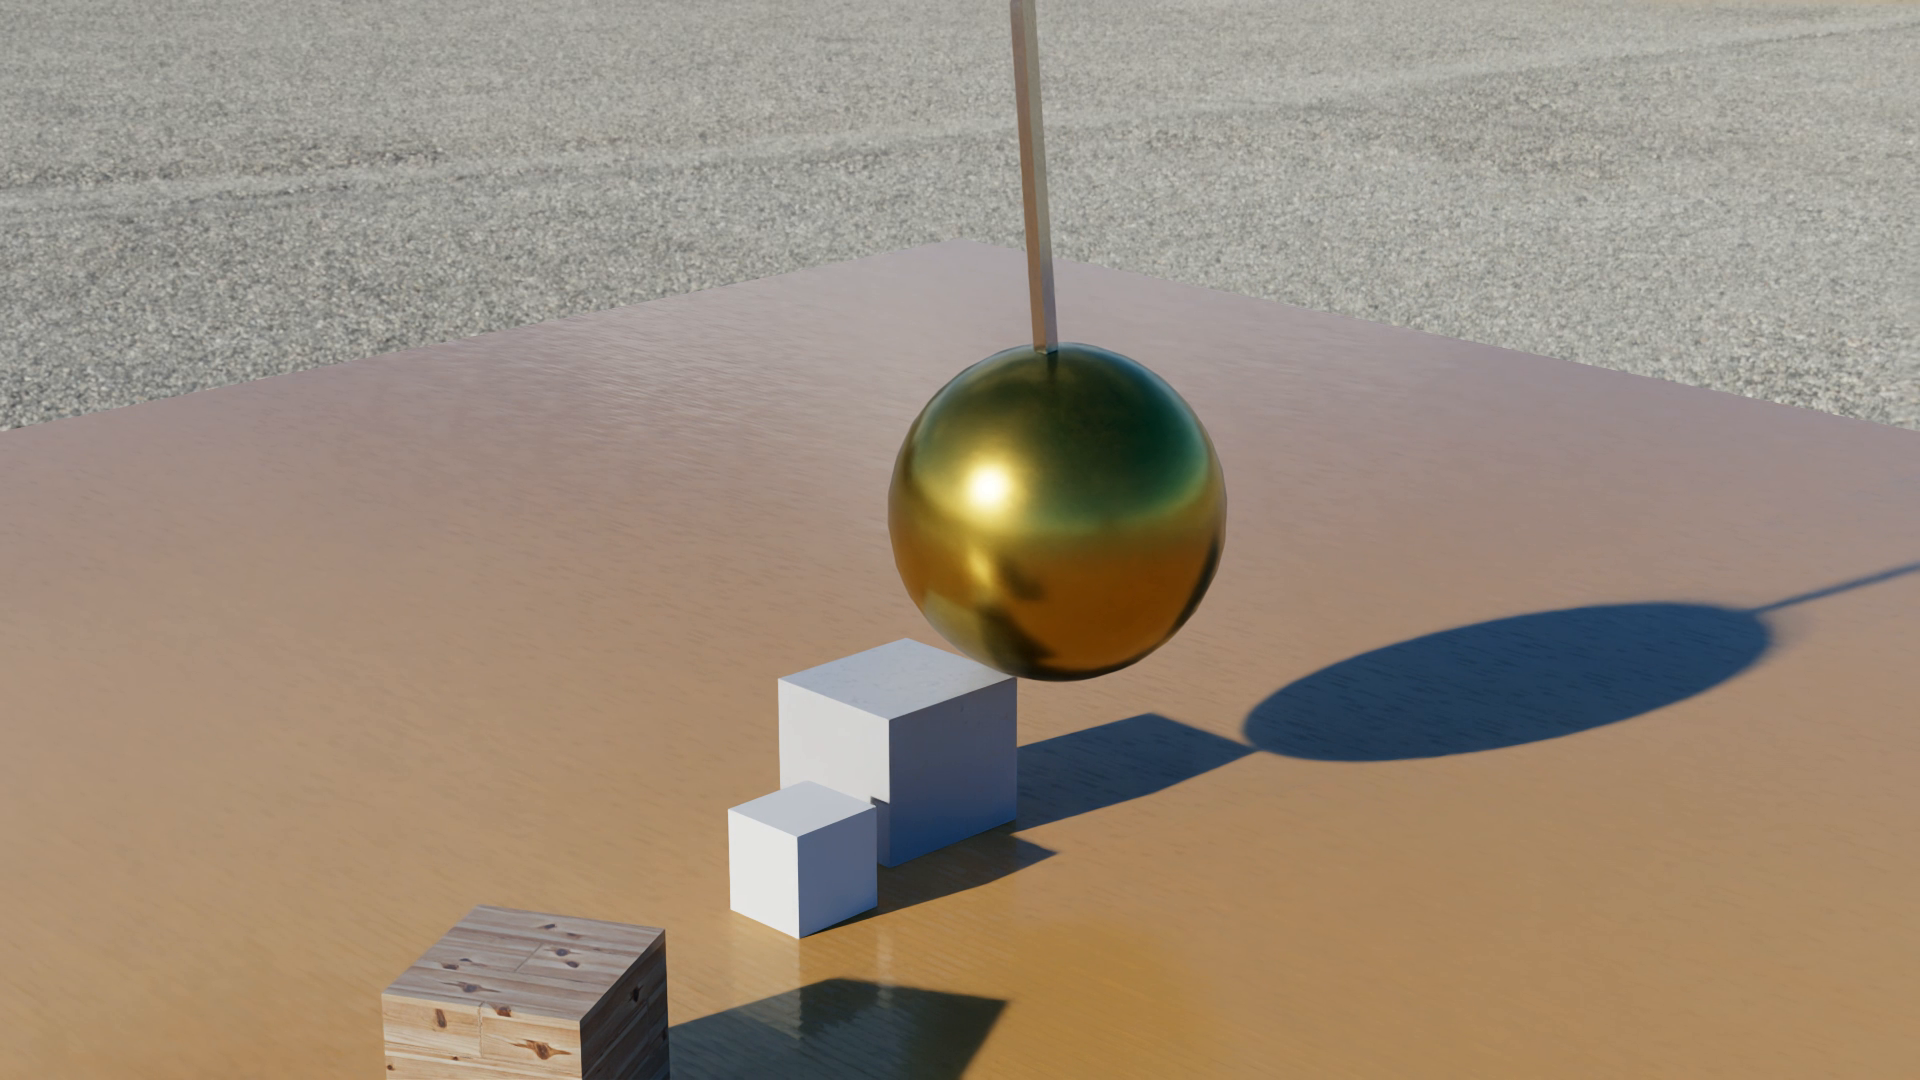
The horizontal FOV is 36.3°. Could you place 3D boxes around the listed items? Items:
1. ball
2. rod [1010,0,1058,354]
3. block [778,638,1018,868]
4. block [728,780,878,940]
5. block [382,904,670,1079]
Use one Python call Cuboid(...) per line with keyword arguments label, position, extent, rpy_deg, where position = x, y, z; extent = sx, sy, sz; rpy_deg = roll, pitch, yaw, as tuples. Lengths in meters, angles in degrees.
Cuboid(label="ball", position=(0.457, -0.131, 13.779), extent=(1.600, 1.600, 1.600), rpy_deg=(0, 17, 0))
Cuboid(label="rod", position=(0.198, -3.279, 12.519), extent=(0.080, 5.200, 0.080), rpy_deg=(17, 30, 42))
Cuboid(label="block", position=(-0.294, 0.997, 13.954), extent=(0.832, 0.731, 0.762), rpy_deg=(-16, 24, -42))
Cuboid(label="block", position=(-0.697, 1.414, 13.040), extent=(0.447, 0.482, 0.479), rpy_deg=(16, 24, 42))
Cuboid(label="block", position=(-1.603, 1.919, 10.959), extent=(0.775, 0.767, 0.804), rpy_deg=(5, 18, 16))
